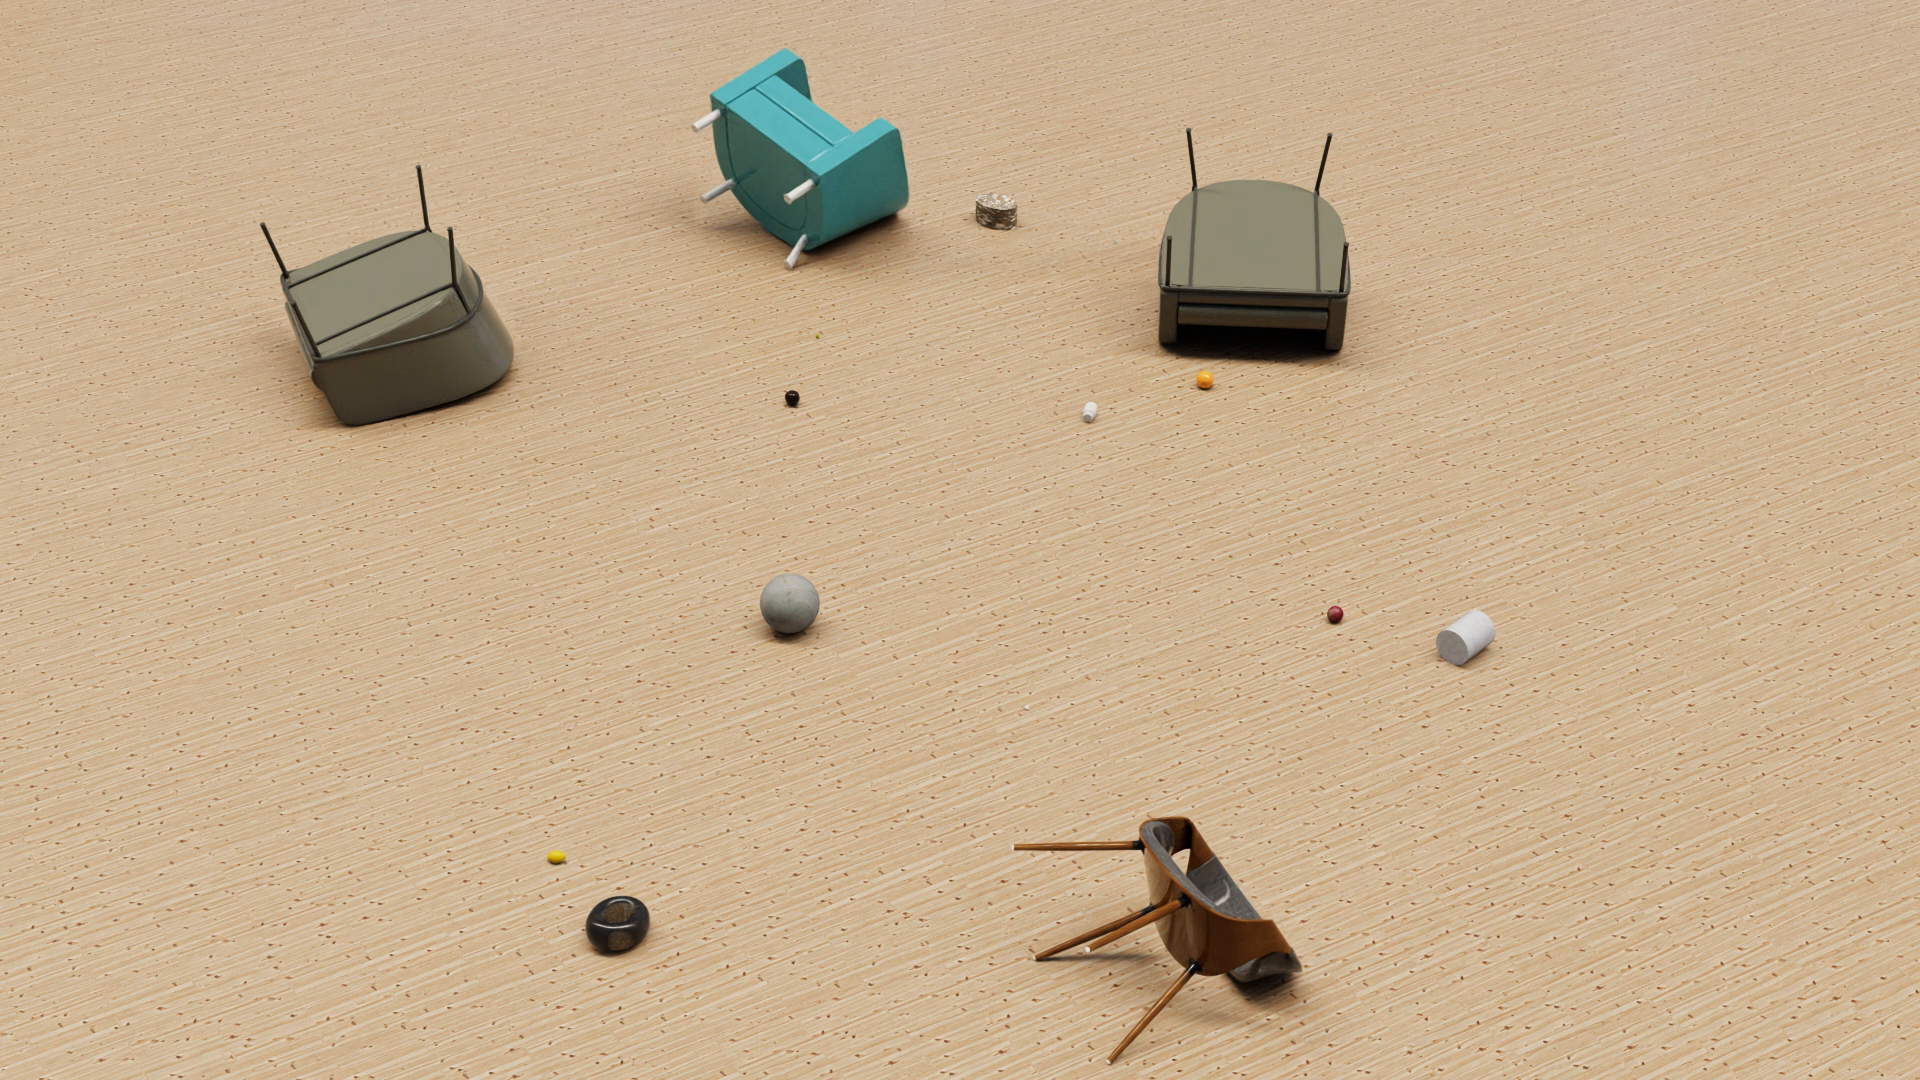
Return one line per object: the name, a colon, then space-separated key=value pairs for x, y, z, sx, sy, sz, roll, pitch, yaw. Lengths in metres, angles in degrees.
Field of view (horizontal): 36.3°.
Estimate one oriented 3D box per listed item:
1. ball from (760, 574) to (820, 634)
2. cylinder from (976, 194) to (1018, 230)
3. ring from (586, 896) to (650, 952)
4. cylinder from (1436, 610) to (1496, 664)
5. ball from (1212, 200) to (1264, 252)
ball: x=-0.604 y=0.225 z=10.409 sx=0.213 sy=0.213 sz=0.213 roll=0 pitch=33 yaw=0
cylinder: x=0.162 y=-1.462 z=13.068 sx=0.201 sy=0.105 sz=0.135 roll=19 pitch=38 yaw=27
ring: x=-1.056 y=1.186 z=9.051 sx=0.183 sy=0.105 sz=0.212 roll=30 pitch=42 yaw=35
cylinder: x=1.777 y=0.343 z=10.302 sx=0.166 sy=0.136 sz=0.136 roll=-30 pitch=16 yaw=-37
ball: x=1.217 y=-1.372 z=12.819 sx=0.228 sy=0.228 sz=0.228 roll=0 pitch=33 yaw=0
